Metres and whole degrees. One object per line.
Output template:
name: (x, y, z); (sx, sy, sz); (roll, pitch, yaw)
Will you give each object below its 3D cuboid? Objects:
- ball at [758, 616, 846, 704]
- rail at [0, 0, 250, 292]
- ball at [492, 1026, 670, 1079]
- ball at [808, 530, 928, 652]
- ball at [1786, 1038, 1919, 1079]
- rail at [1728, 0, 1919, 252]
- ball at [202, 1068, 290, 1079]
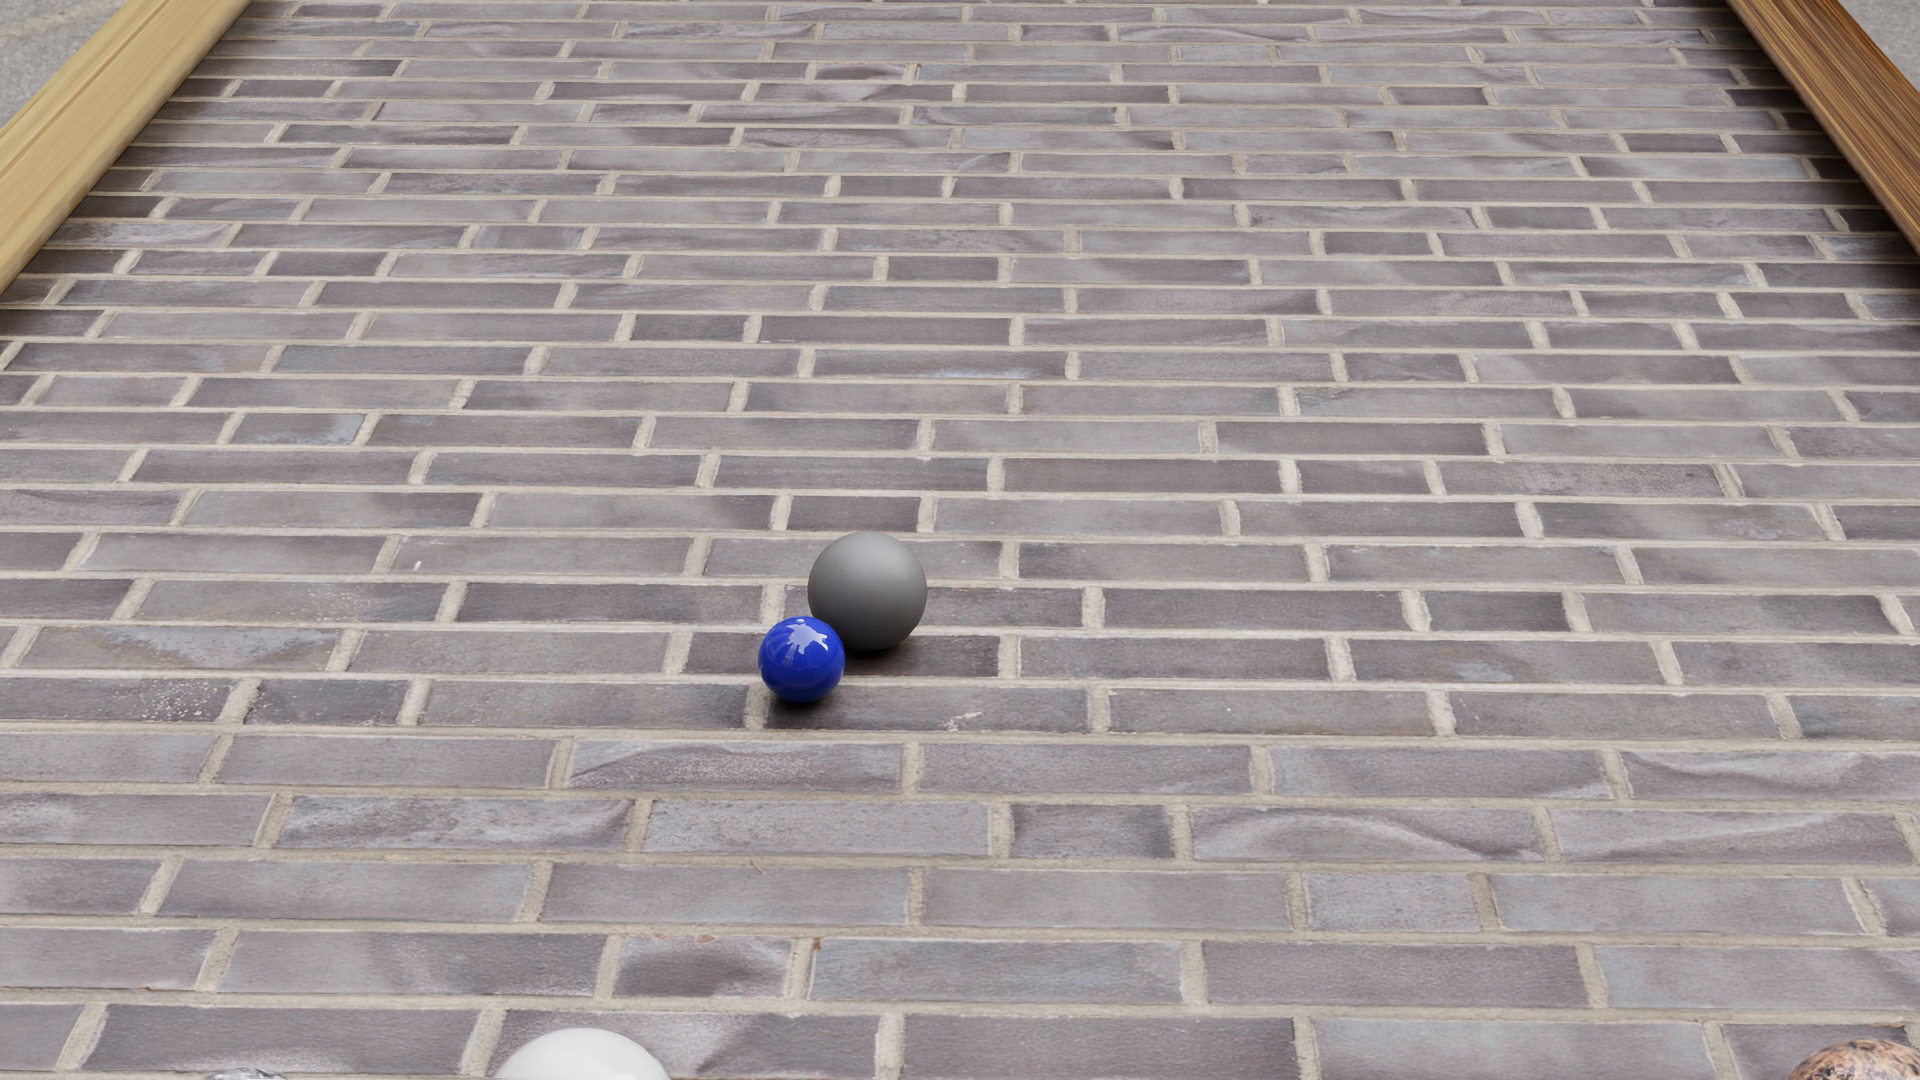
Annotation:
ball: (-0.094, 0.071, 1.754); (0.053, 0.053, 0.053); (0, 26, 0)
rail: (-0.743, -0.341, 2.514); (0.045, 0.118, 2.833); (1, 26, 1)
ball: (-0.170, 0.265, 1.319); (0.091, 0.091, 0.091); (0, 26, 0)
ball: (-0.057, 0.032, 1.811); (0.074, 0.074, 0.074); (0, 26, 0)
ball: (0.408, 0.268, 1.318); (0.087, 0.087, 0.087); (0, 26, 0)
rail: (0.775, -0.326, 2.484); (0.045, 0.118, 2.833); (1, 26, 1)
ball: (-0.321, 0.275, 1.316); (0.076, 0.076, 0.076); (0, 26, 0)
